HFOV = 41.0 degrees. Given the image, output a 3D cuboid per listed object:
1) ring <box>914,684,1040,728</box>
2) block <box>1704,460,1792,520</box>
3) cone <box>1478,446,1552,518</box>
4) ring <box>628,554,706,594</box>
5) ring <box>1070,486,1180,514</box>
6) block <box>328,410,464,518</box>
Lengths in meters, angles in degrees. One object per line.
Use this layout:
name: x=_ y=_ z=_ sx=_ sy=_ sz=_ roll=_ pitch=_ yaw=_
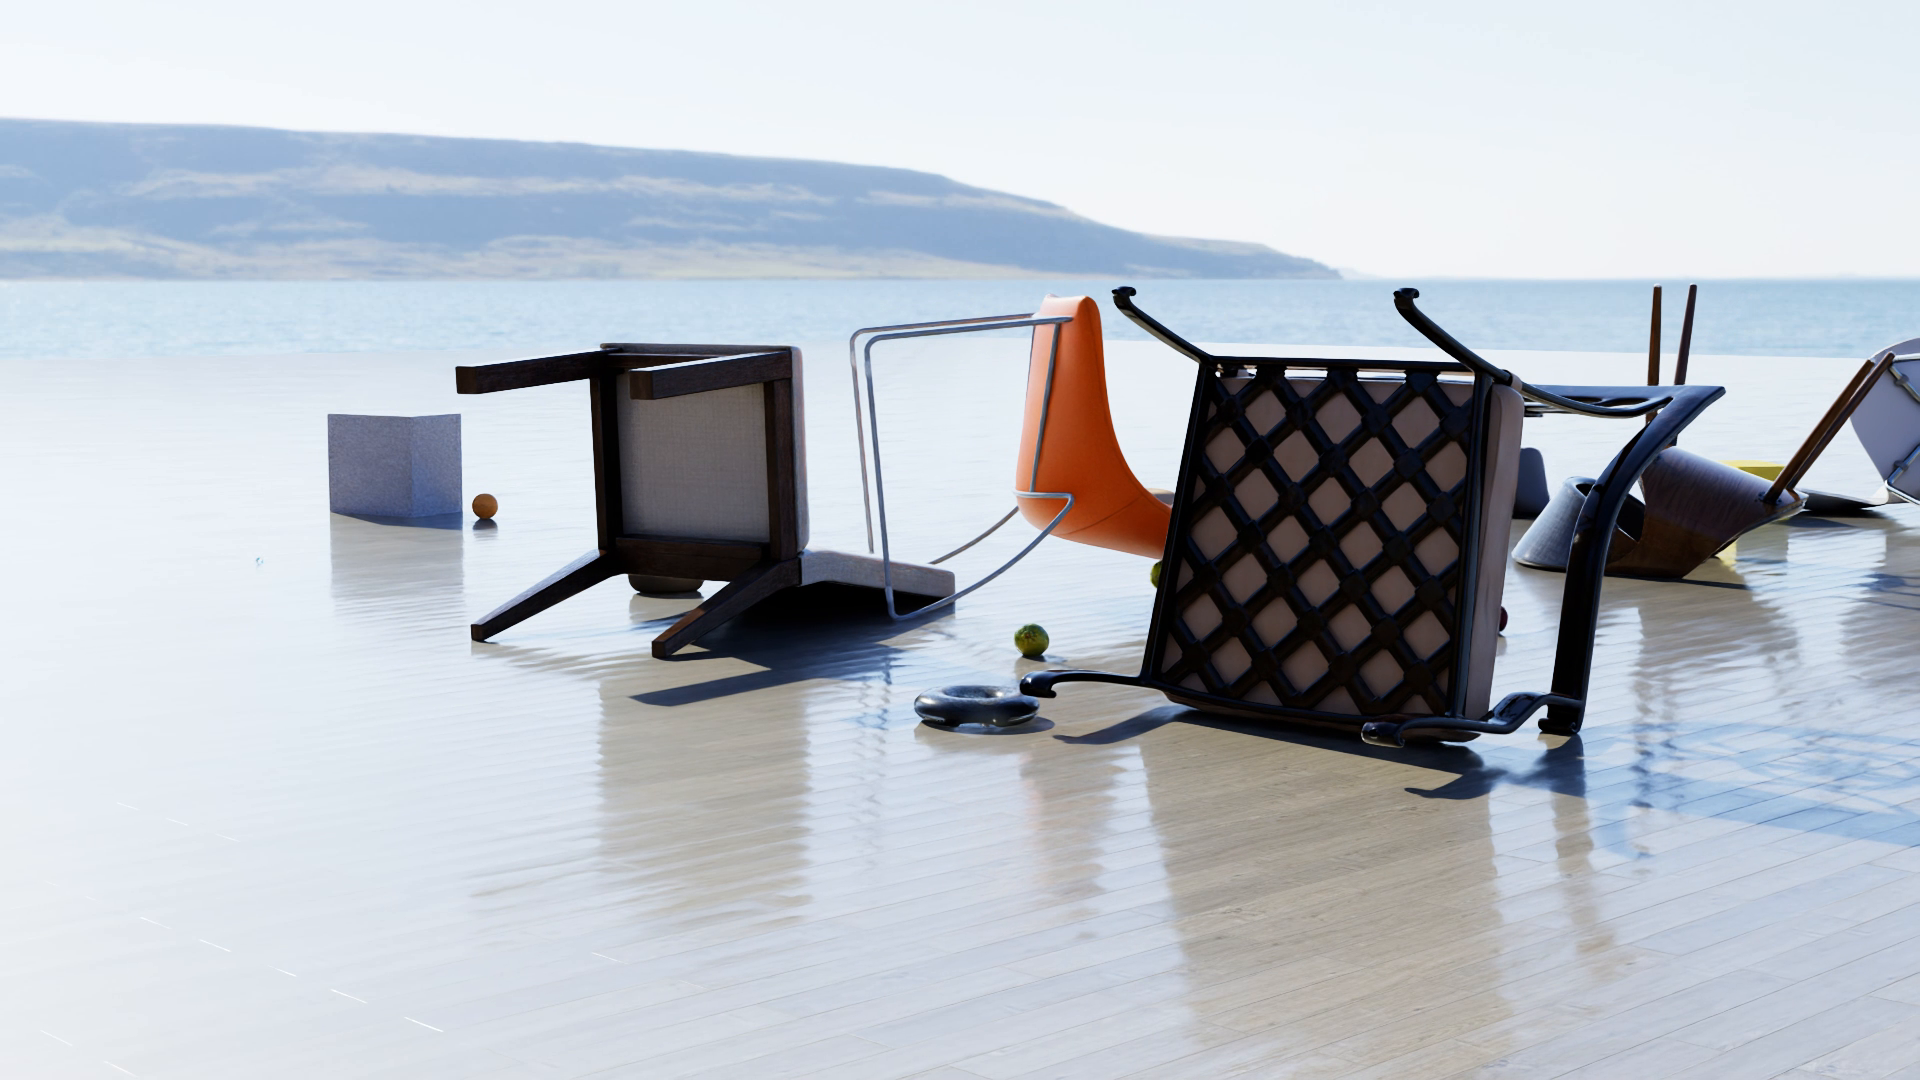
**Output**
ring: x=0.025 y=0.247 z=3.817 sx=0.190 sy=0.043 sz=0.187 roll=5 pitch=8 yaw=37
block: x=2.158 y=-0.138 z=7.040 sx=0.148 sy=0.146 sz=0.238 roll=-1 pitch=6 yaw=-5
cone: x=1.573 y=-0.114 z=7.063 sx=0.231 sy=0.220 sz=0.181 roll=-14 pitch=44 yaw=-29
ring: x=-0.614 y=0.071 z=5.368 sx=0.165 sy=0.074 sz=0.092 roll=-1 pitch=9 yaw=-18
ring: x=0.464 y=-0.111 z=7.192 sx=0.312 sy=0.062 sz=0.307 roll=2 pitch=6 yaw=12
block: x=-1.577 y=-0.216 z=7.164 sx=0.311 sy=0.275 sz=0.202 roll=4 pitch=7 yaw=31
